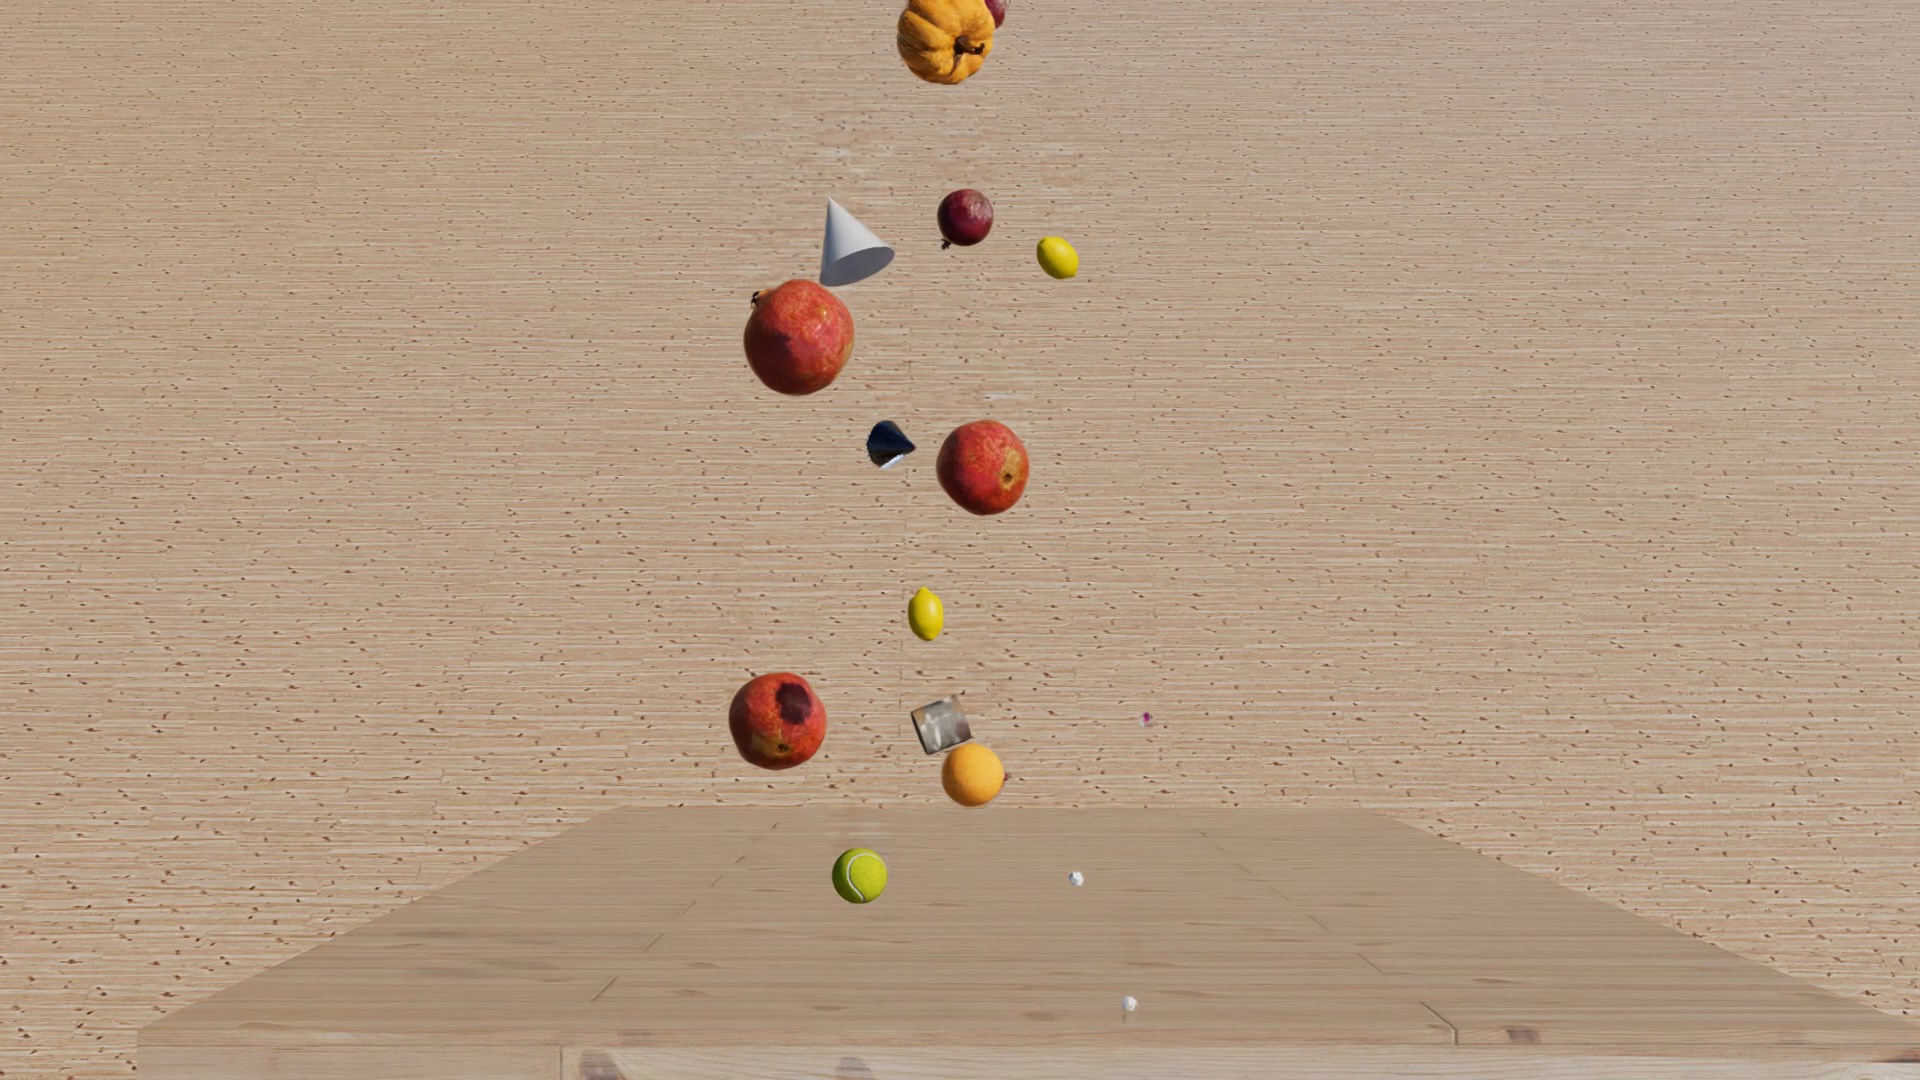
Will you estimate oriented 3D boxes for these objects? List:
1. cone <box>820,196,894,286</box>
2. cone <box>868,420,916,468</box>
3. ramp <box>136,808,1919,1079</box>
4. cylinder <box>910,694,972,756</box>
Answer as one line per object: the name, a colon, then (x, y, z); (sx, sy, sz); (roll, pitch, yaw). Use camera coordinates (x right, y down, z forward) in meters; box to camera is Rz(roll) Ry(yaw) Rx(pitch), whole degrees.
cone: (-0.108, -0.285, 2.403); (0.075, 0.075, 0.075); (-17, 75, -21)
cone: (-0.070, -0.112, 3.097); (0.058, 0.058, 0.058); (-30, 25, -34)
ramp: (0.080, 0.680, 4.903); (2.000, 0.100, 4.000); (0, -2, 0)
cylinder: (-0.025, 0.241, 3.391); (0.062, 0.062, 0.062); (-21, 40, -7)
